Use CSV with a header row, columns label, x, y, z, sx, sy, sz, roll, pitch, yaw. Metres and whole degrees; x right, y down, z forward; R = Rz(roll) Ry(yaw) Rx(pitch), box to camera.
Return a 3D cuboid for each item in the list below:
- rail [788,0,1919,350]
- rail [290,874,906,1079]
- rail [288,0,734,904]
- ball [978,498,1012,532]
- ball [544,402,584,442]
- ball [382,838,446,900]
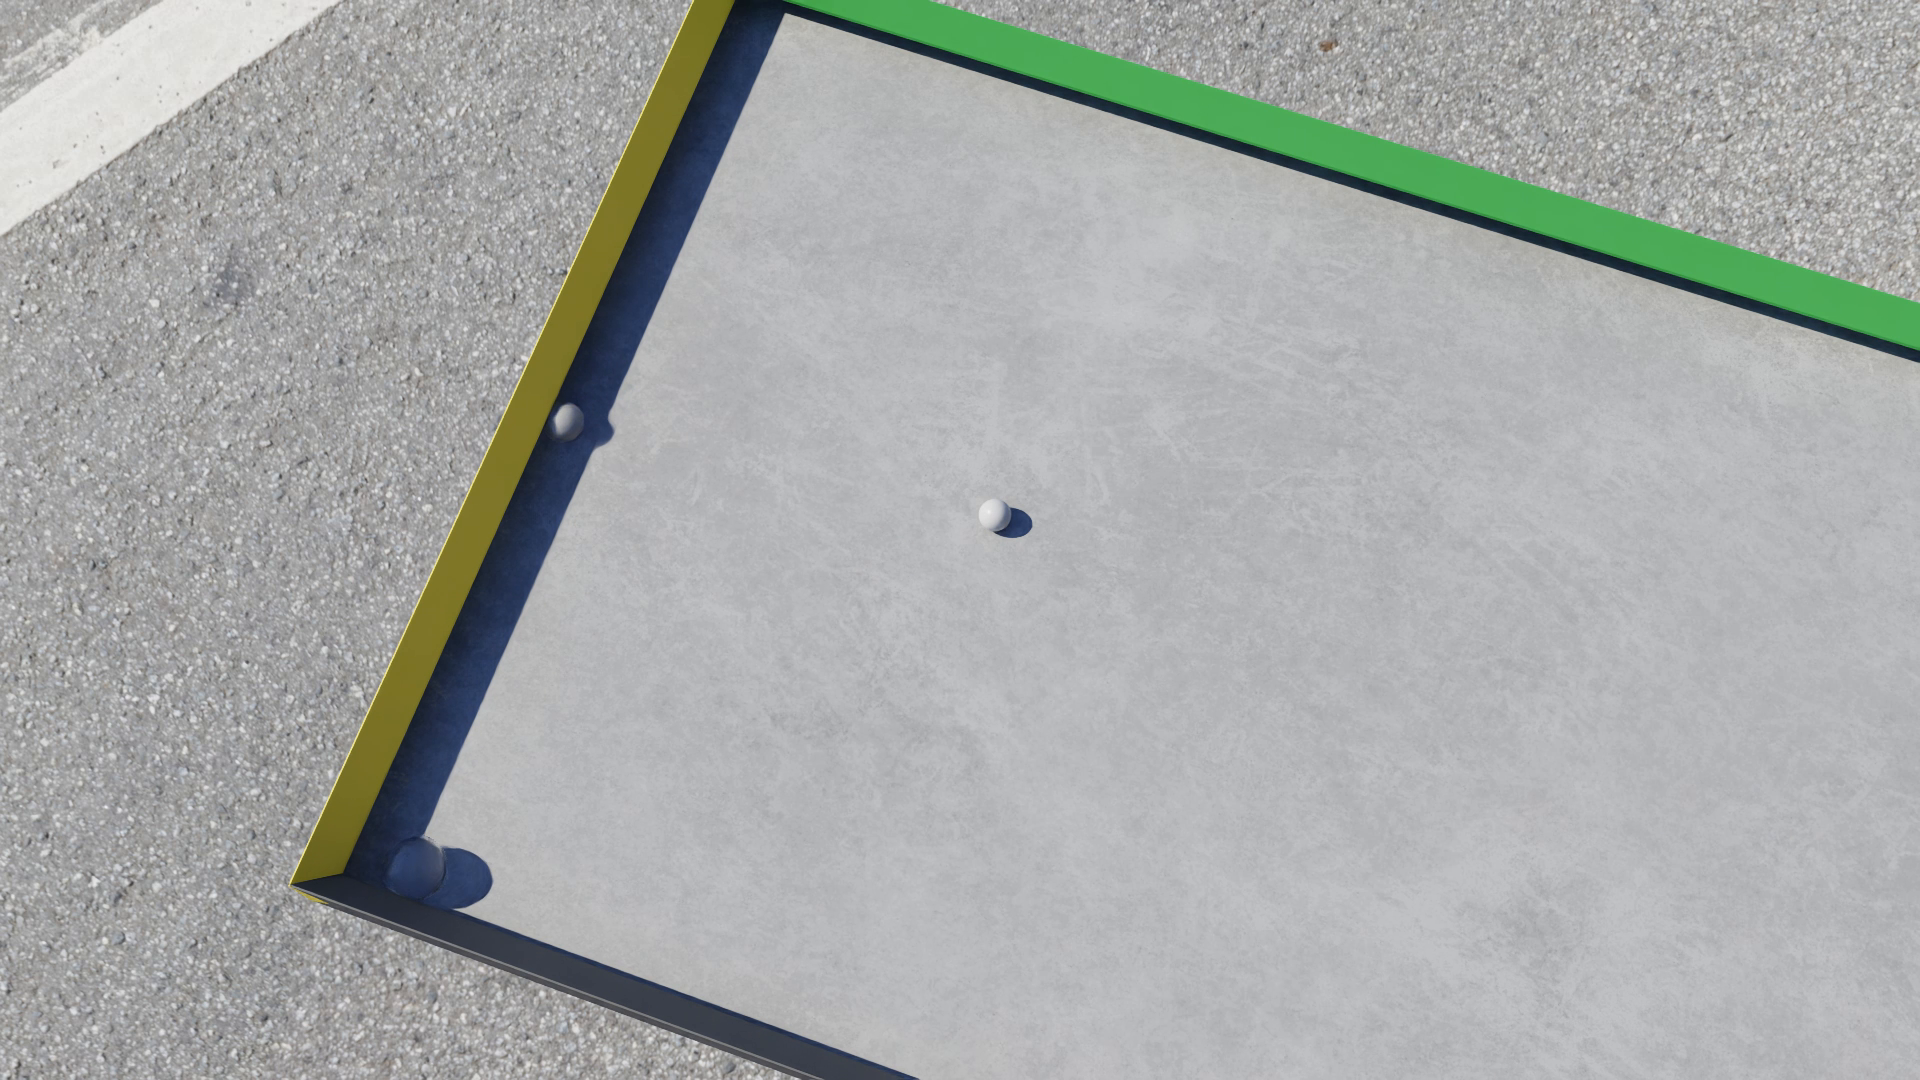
label,x,y,z,sx,sy,sz,roll,pitch,yaw
rail,0.959,-0.517,3.581,2.900,0.120,0.045,18,72,6
rail,0.408,0.952,3.066,2.900,0.120,0.045,18,72,6
rail,-0.661,-0.231,3.481,0.045,0.120,1.699,18,72,6
ball,0.055,-0.039,3.451,0.052,0.052,0.052,0,71,0
ball,-0.628,-0.189,3.497,0.063,0.063,0.063,0,71,0
ball,-0.805,0.485,3.245,0.092,0.092,0.092,0,71,0
